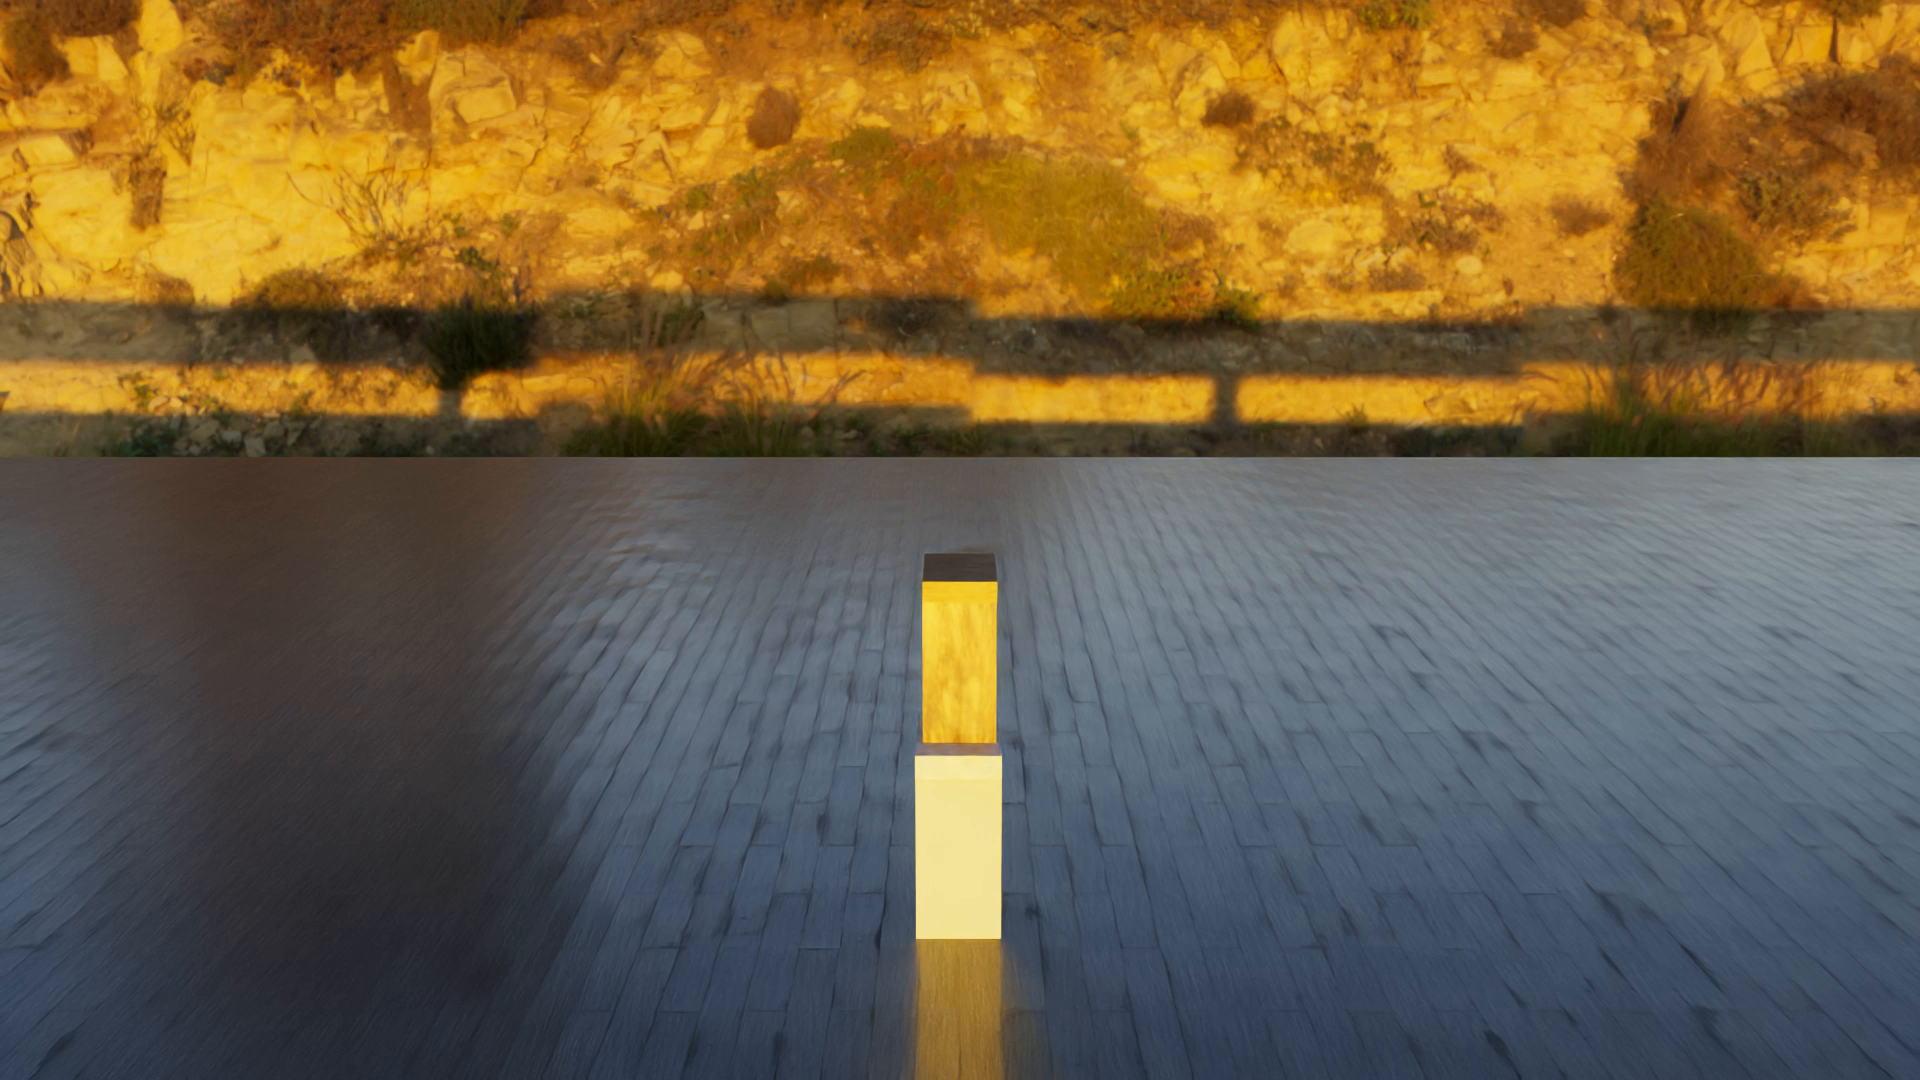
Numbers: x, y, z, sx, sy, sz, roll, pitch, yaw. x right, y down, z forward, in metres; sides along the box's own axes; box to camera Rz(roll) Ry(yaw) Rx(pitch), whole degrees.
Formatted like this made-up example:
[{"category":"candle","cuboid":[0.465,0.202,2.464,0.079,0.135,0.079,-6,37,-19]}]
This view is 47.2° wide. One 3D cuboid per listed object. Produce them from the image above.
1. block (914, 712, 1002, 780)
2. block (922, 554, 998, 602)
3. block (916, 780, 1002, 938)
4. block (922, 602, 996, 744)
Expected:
[{"category":"block","cuboid":[-0.002,0.327,3.518,0.134,0.038,0.267,0,11,0]},{"category":"block","cuboid":[0.000,0.060,3.503,0.115,0.033,0.230,0,11,0]},{"category":"block","cuboid":[-0.002,0.493,3.459,0.134,0.267,0.038,0,11,0]},{"category":"block","cuboid":[-0.001,0.203,3.451,0.115,0.230,0.033,0,11,0]}]
